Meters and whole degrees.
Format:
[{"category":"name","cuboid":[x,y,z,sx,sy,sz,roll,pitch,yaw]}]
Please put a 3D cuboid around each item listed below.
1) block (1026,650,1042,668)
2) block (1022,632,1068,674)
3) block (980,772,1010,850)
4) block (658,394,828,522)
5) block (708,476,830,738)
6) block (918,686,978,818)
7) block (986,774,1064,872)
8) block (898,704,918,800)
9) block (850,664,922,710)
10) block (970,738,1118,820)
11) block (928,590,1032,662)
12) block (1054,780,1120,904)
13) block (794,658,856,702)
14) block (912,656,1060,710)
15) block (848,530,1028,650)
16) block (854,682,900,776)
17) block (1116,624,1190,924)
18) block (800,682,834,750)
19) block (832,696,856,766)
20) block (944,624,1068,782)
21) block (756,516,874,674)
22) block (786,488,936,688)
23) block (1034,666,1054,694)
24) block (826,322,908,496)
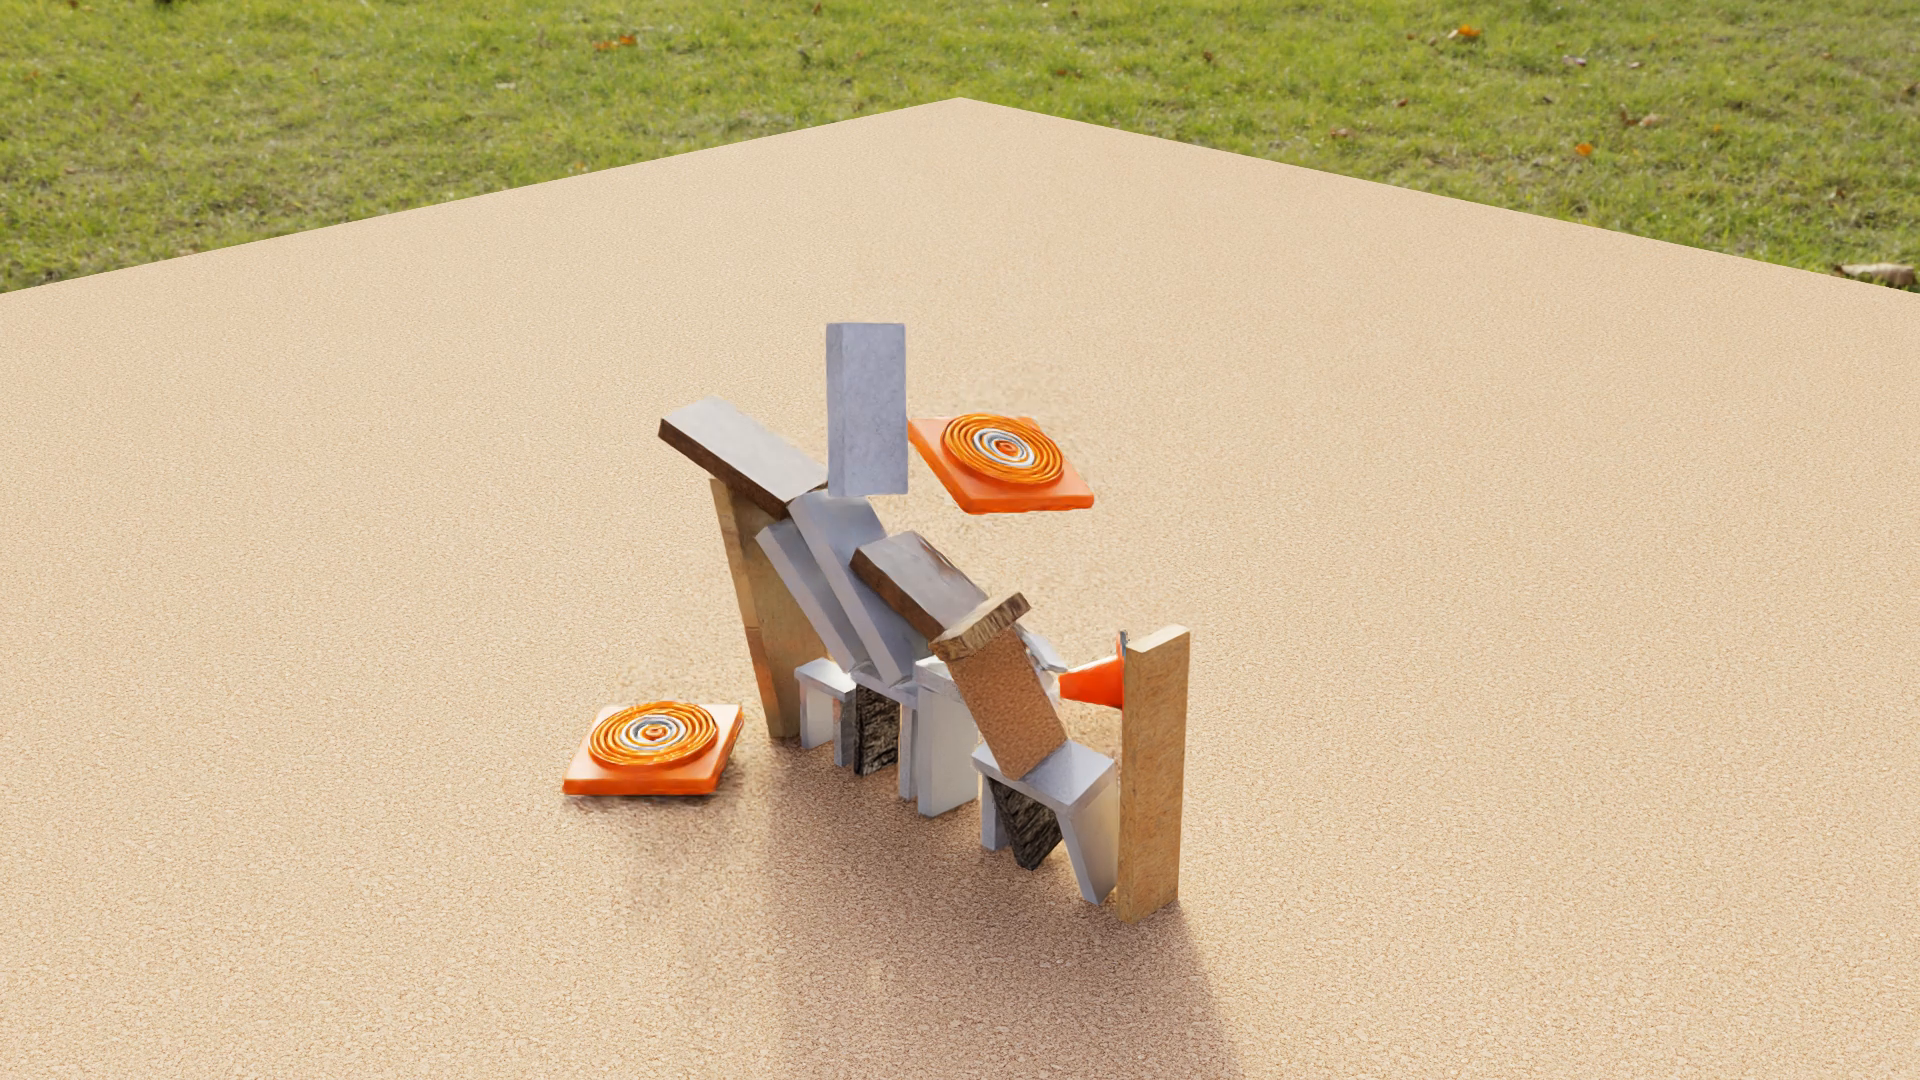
[{"category":"block","cuboid":[0.141,0.258,4.211,0.050,0.101,0.014,-11,29,-41]},{"category":"block","cuboid":[0.161,0.214,4.165,0.050,0.014,0.101,15,27,-40]},{"category":"block","cuboid":[0.106,0.460,4.317,0.136,0.273,0.039,-17,27,-41]},{"category":"block","cuboid":[-0.450,-0.177,4.640,0.348,0.049,0.174,34,36,21]},{"category":"block","cuboid":[-0.395,0.123,4.734,0.049,0.582,0.174,-2,15,42]},{"category":"block","cuboid":[-0.023,0.409,4.436,0.039,0.273,0.136,18,25,41]},{"category":"block","cuboid":[0.134,0.501,4.215,0.036,0.256,0.128,21,52,40]},{"category":"block","cuboid":[-0.076,0.420,4.502,0.029,0.204,0.102,21,27,39]},{"category":"block","cuboid":[-0.116,0.292,4.505,0.204,0.029,0.102,21,27,40]},{"category":"block","cuboid":[0.155,0.416,4.069,0.257,0.036,0.128,23,54,41]},{"category":"block","cuboid":[0.032,0.153,3.868,0.134,0.038,0.268,-37,3,-13]},{"category":"block","cuboid":[0.256,0.548,4.104,0.036,0.256,0.128,20,52,39]},{"category":"block","cuboid":[-0.267,0.294,4.634,0.158,0.022,0.079,21,31,41]},{"category":"block","cuboid":[0.050,0.286,4.328,0.136,0.039,0.273,-16,28,-40]},{"category":"block","cuboid":[-0.040,0.123,4.429,0.355,0.050,0.177,42,35,24]},{"category":"block","cuboid":[-0.172,0.383,4.590,0.029,0.204,0.102,21,27,39]},{"category":"block","cuboid":[0.353,0.432,4.024,0.038,0.561,0.134,21,31,40]},{"category":"block","cuboid":[-0.304,0.362,4.704,0.022,0.158,0.079,21,31,41]},{"category":"block","cuboid":[-0.230,0.392,4.635,0.022,0.158,0.079,21,31,41]},{"category":"block","cuboid":[0.086,0.292,4.001,0.134,0.268,0.038,-37,26,-22]},{"category":"block","cuboid":[-0.261,0.102,4.579,0.174,0.049,0.348,-20,71,-46]},{"category":"block","cuboid":[-0.179,0.088,4.508,0.177,0.050,0.433,-14,70,-50]},{"category":"block","cuboid":[0.136,0.299,4.123,0.014,0.050,0.119,8,62,40]},{"category":"block","cuboid":[-0.191,-0.270,4.548,0.177,0.355,0.050,-4,5,-45]}]
